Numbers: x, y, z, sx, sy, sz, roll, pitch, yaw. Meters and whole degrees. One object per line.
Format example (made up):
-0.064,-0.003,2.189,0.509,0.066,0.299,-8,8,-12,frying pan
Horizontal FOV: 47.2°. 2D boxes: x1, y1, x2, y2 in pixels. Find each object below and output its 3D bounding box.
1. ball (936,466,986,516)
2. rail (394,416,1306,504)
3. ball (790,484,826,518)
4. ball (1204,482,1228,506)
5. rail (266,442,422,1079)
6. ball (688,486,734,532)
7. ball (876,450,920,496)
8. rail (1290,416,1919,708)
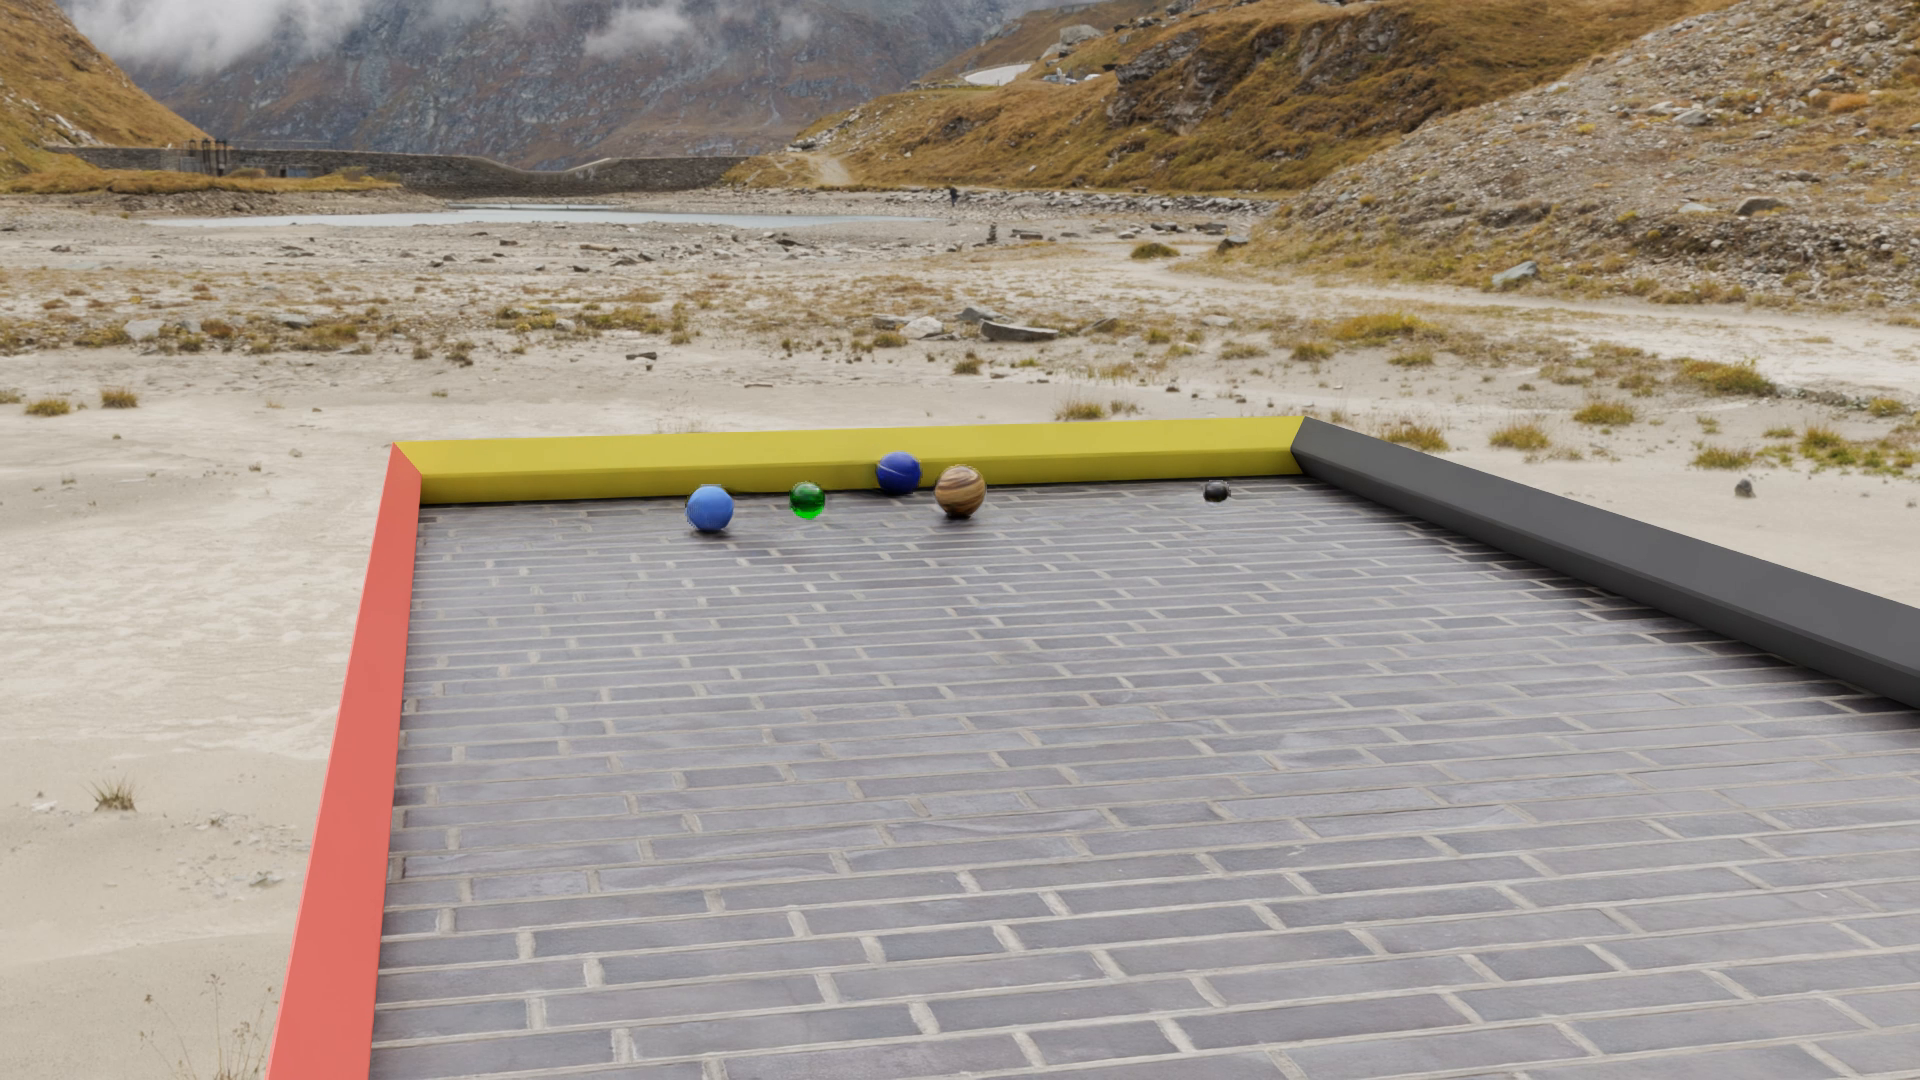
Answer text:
0.001,-0.076,3.490,0.079,0.079,0.079,0,10,0,ball
-0.149,-0.136,3.750,1.587,0.103,0.045,-2,10,-13,rail
-0.240,-0.062,3.475,0.056,0.056,0.056,0,10,0,ball
0.418,-0.075,3.589,0.040,0.040,0.040,0,10,0,ball
-0.596,0.128,2.271,0.045,0.103,2.778,-2,10,-13,rail
-0.380,-0.048,3.353,0.071,0.071,0.071,0,10,0,ball
-0.104,-0.113,3.705,0.075,0.075,0.075,0,10,0,ball
0.905,0.068,2.608,0.045,0.103,2.778,-2,10,-13,rail
